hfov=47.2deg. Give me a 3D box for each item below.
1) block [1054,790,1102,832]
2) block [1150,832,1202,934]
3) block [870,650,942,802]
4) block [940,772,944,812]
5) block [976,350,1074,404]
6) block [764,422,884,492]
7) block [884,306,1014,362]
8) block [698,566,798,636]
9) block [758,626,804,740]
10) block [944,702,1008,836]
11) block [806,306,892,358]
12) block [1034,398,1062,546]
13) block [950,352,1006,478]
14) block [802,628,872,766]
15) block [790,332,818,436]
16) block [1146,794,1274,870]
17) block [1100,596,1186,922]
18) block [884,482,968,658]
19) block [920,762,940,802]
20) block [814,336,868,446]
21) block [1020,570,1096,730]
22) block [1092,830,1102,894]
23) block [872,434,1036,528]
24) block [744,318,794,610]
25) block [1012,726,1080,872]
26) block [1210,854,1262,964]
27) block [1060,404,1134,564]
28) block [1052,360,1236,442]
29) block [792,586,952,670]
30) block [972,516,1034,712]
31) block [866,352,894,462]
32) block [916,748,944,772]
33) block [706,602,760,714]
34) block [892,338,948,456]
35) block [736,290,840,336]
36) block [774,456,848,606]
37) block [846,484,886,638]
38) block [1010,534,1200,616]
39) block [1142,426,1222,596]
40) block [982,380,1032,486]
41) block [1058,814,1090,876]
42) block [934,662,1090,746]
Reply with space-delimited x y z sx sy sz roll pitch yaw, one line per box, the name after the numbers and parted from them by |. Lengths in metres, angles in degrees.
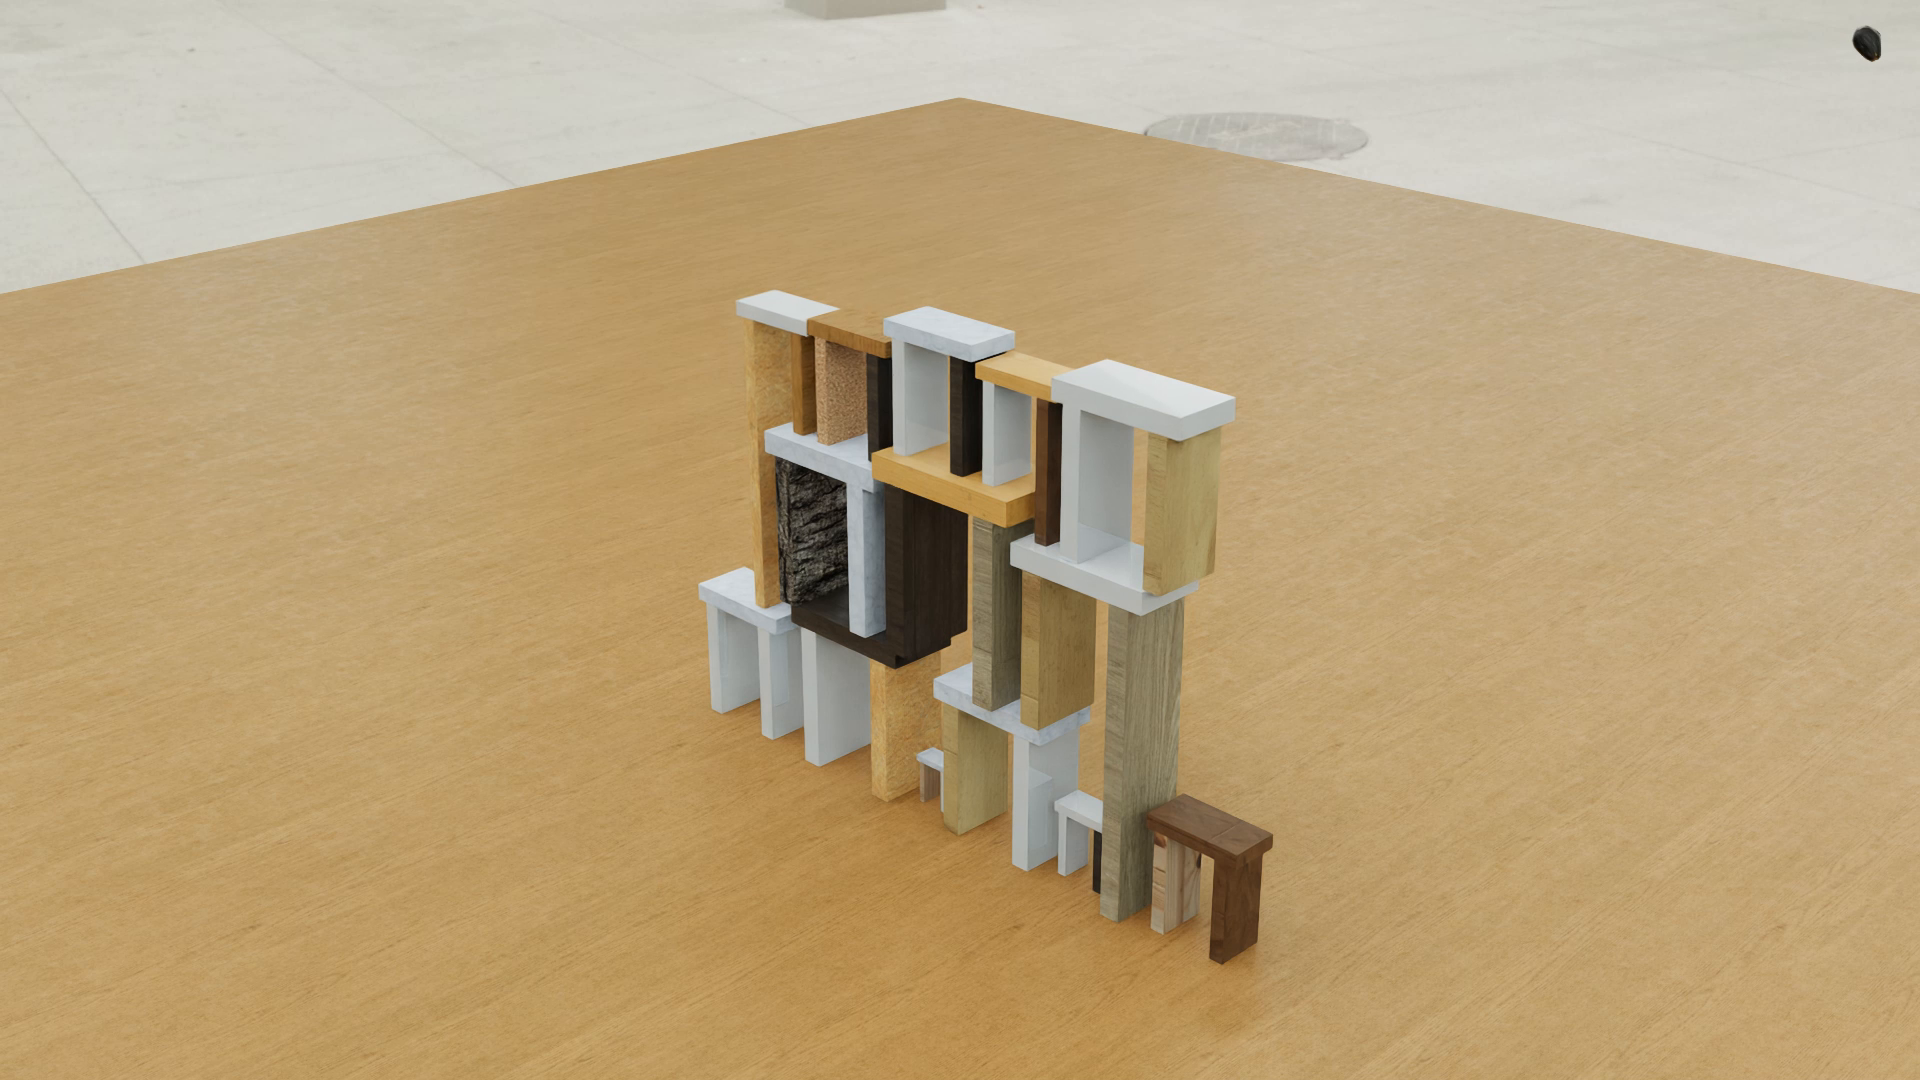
0.251 0.517 4.177 0.133 0.019 0.067 21 31 41 | block
0.400 0.613 4.051 0.029 0.207 0.104 21 31 41 | block
-0.110 0.364 4.502 0.044 0.312 0.156 21 31 41 | block
-0.019 0.504 4.457 0.013 0.091 0.045 21 31 41 | block
0.134 -0.294 3.953 0.200 0.028 0.100 21 31 40 | block
-0.224 -0.178 4.388 0.320 0.045 0.160 21 31 40 | block
-0.021 -0.384 4.084 0.229 0.033 0.115 21 31 40 | block
-0.432 0.130 4.746 0.129 0.037 0.258 -22 32 -40 | block
-0.371 0.290 4.747 0.037 0.258 0.129 21 31 41 | block
0.032 0.433 4.377 0.040 0.284 0.142 21 31 41 | block
-0.181 -0.402 4.255 0.221 0.031 0.110 21 31 40 | block
0.181 -0.134 3.970 0.028 0.279 0.100 21 31 40 | block
0.034 -0.242 4.086 0.033 0.229 0.115 21 31 40 | block
-0.257 0.307 4.638 0.044 0.312 0.156 21 31 41 | block
-0.286 -0.324 4.404 0.030 0.212 0.106 22 31 40 | block
0.449 0.523 3.960 0.207 0.029 0.103 21 31 41 | block
0.333 0.390 4.024 0.044 0.639 0.157 21 31 41 | block
-0.064 0.036 4.309 0.050 0.355 0.178 22 31 40 | block
-0.061 0.487 4.496 0.013 0.091 0.045 21 31 41 | block
-0.233 -0.307 4.352 0.031 0.220 0.110 21 31 40 | block
0.184 0.183 4.097 0.044 0.314 0.157 21 31 41 | block
0.282 0.599 4.178 0.019 0.133 0.067 21 31 41 | block
0.020 -0.118 4.152 0.355 0.050 0.178 21 31 40 | block
-0.387 -0.165 4.577 0.106 0.640 0.030 -22 32 -40 | block
0.166 0.485 4.254 0.040 0.284 0.142 21 31 41 | block
0.498 0.651 3.961 0.029 0.207 0.104 21 31 41 | block
0.245 -0.116 3.913 0.041 0.292 0.146 21 31 41 | block
0.314 -0.243 3.785 0.146 0.041 0.292 -21 31 -40 | block
-0.184 0.172 4.500 0.312 0.044 0.156 21 31 41 | block
0.104 0.116 4.161 0.050 0.387 0.178 21 31 41 | block
-0.129 -0.266 4.257 0.031 0.221 0.110 21 31 40 | block
-0.040 0.448 4.456 0.091 0.013 0.045 21 31 41 | block
-0.493 0.242 4.859 0.037 0.258 0.129 21 31 41 | block
-0.075 -0.284 4.184 0.033 0.229 0.115 21 31 40 | block
-0.338 -0.454 4.399 0.212 0.030 0.106 20 30 39 | block
-0.300 -0.039 4.530 0.160 0.320 0.045 -21 31 -40 | block
-0.149 0.020 4.390 0.045 0.320 0.160 21 31 41 | block
0.258 0.046 3.959 0.314 0.044 0.157 21 31 41 | block
0.382 -0.063 3.786 0.041 0.292 0.146 21 31 41 | block
0.087 -0.207 4.041 0.028 0.200 0.100 21 31 40 | block
0.219 0.575 4.235 0.019 0.133 0.067 21 31 41 | block
0.099 0.309 4.252 0.284 0.040 0.142 21 31 41 | block
